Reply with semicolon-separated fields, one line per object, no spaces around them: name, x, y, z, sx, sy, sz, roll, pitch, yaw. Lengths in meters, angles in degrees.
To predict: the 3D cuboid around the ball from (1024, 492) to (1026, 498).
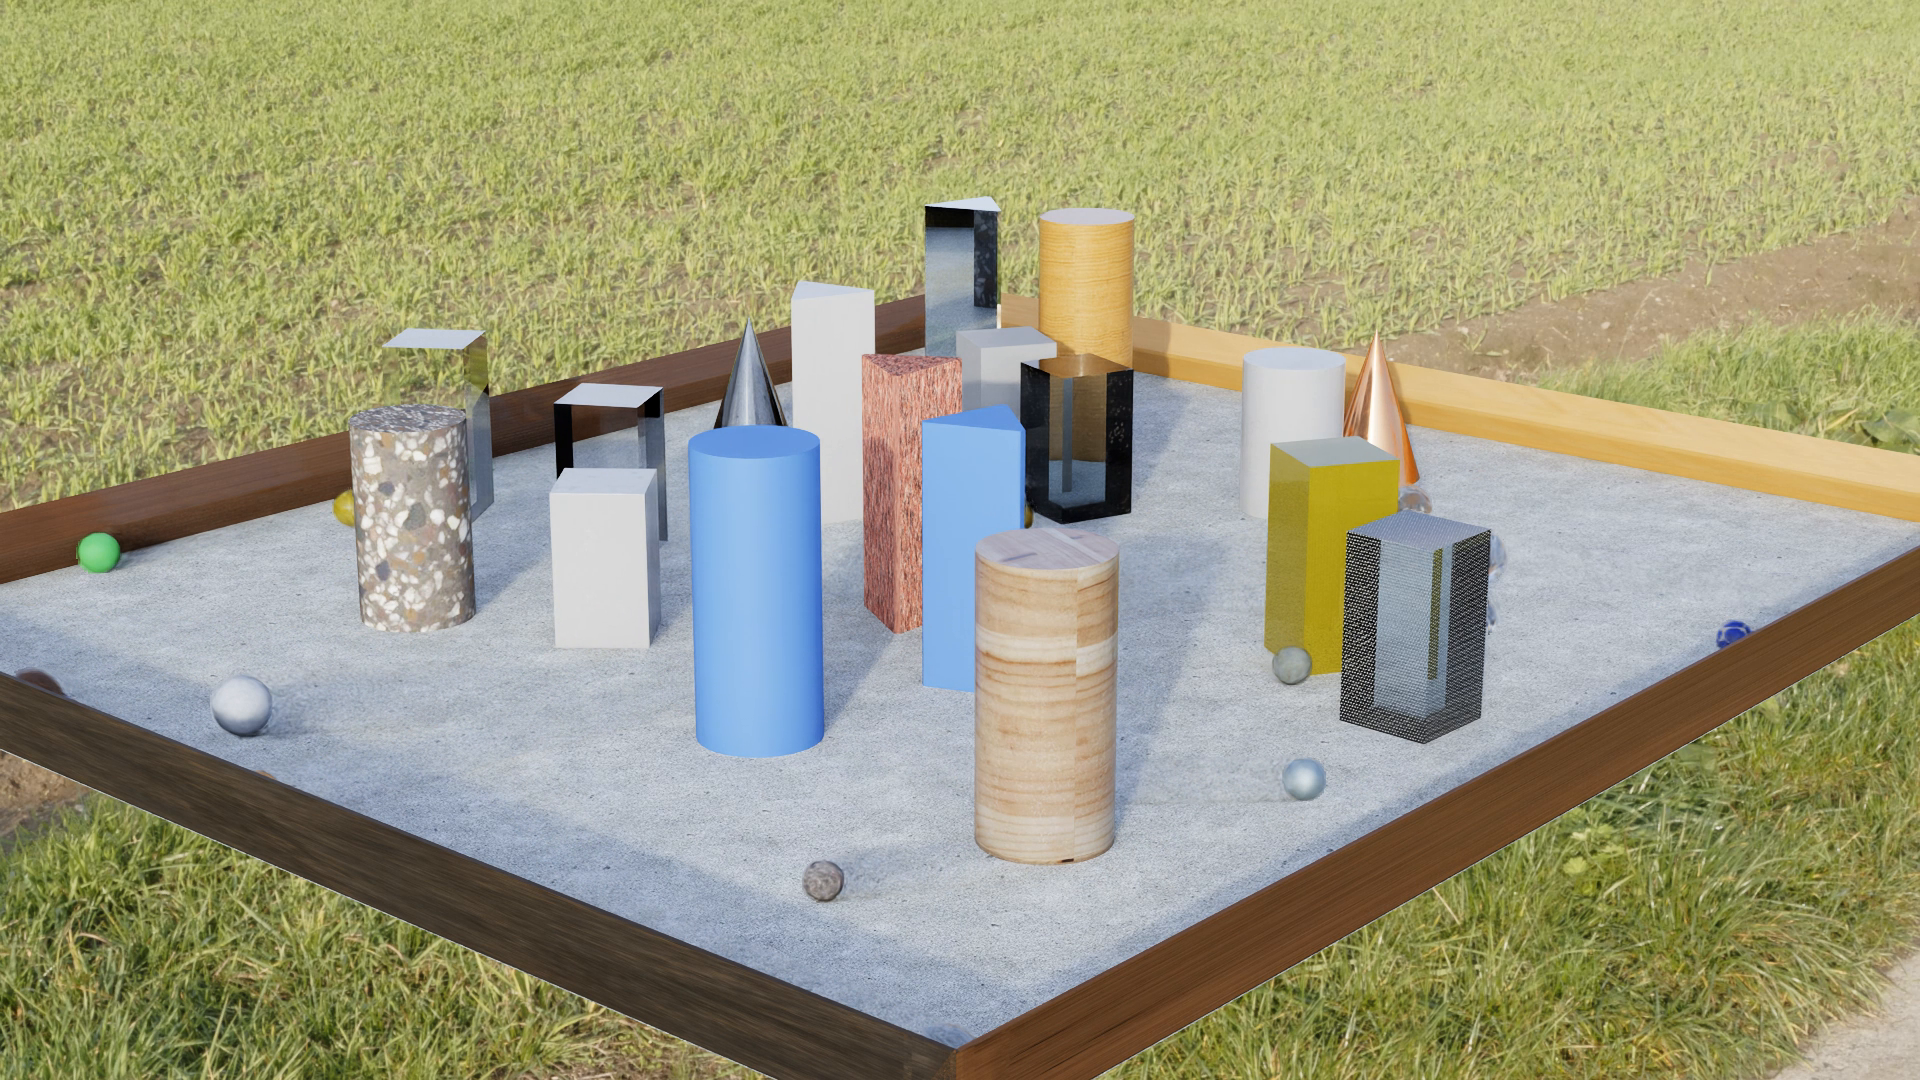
ball;0.108;-0.079;5.641;0.040;0.040;0.040;0;17;0

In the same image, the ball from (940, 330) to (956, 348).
ball;-0.022;-0.476;6.947;0.045;0.045;0.045;0;17;0

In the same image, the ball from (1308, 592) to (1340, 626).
ball;0.616;0.117;4.961;0.056;0.056;0.056;0;17;0

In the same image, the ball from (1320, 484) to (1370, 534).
ball;0.719;-0.059;5.485;0.092;0.092;0.092;0;17;0

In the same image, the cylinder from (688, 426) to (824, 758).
cylinder;-0.304;0.076;4.398;0.195;0.462;0.195;0;17;0

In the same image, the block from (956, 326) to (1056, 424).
block;0.091;-0.263;5.820;0.156;0.288;0.156;-5;18;-17

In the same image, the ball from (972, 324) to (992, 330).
ball;0.052;-0.482;6.940;0.062;0.062;0.062;0;17;0

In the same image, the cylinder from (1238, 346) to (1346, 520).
cylinder;0.636;-0.204;5.613;0.195;0.295;0.195;0;17;0

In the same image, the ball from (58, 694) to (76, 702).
ball;-1.361;0.269;4.432;0.072;0.072;0.072;0;17;0

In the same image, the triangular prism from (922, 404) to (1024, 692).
triangular prism;0.045;0.013;4.654;0.169;0.435;0.146;6;18;20

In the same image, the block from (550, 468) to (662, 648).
block;-0.589;0.029;4.891;0.156;0.265;0.156;0;17;2

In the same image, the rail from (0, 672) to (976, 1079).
rail;-0.984;0.359;4.035;2.637;0.127;0.045;14;22;39

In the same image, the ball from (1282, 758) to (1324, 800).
ball;0.493;0.343;4.207;0.060;0.060;0.060;0;17;0

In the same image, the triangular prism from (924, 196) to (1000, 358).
triangular prism;0.032;-0.472;6.175;0.169;0.483;0.146;7;18;22

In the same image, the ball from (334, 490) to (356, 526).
ball;-1.143;-0.060;5.525;0.071;0.071;0.071;0;17;0

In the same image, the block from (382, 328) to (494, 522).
block;-0.992;-0.217;5.581;0.156;0.339;0.156;2;17;7

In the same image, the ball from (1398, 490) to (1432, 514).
ball;0.853;-0.060;5.526;0.070;0.070;0.070;0;17;0

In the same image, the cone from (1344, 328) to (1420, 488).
cone;0.823;-0.274;5.833;0.195;0.303;0.195;0;17;0

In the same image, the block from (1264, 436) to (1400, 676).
block;0.602;0.024;4.764;0.156;0.349;0.156;-5;18;-17

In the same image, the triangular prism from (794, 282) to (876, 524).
triangular prism;-0.268;-0.263;5.561;0.169;0.438;0.146;-9;19;-27

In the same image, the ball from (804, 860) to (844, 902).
ball;-0.179;0.449;3.866;0.054;0.054;0.054;0;17;0

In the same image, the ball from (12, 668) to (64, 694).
ball;-1.418;0.243;4.484;0.091;0.091;0.091;0;17;0

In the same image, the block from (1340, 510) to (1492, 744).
block;0.696;0.131;4.486;0.156;0.305;0.156;15;22;40

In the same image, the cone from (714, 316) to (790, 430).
cone;-0.427;-0.313;5.978;0.195;0.293;0.195;0;17;0

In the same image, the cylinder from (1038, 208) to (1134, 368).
cylinder;0.259;-0.431;6.049;0.195;0.478;0.195;0;17;0

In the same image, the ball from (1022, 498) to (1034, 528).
ball;0.094;-0.042;5.436;0.087;0.087;0.087;0;17;0

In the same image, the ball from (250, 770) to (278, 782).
ball;-0.990;0.362;4.115;0.077;0.077;0.077;0;17;0

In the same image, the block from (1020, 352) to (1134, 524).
block;0.222;-0.195;5.605;0.156;0.283;0.156;-9;19;-28

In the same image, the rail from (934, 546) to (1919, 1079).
rail;0.978;0.277;4.307;0.045;0.127;3.050;14;22;39

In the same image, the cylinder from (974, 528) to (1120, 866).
cylinder;0.117;0.213;4.014;0.195;0.421;0.195;0;17;0

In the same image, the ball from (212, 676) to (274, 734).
ball;-1.091;0.251;4.459;0.090;0.090;0.090;0;17;0

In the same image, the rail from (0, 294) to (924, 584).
rail;-0.978;-0.213;5.933;0.045;0.127;3.050;14;22;39

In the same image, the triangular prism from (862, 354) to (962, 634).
triangular prism;-0.108;-0.087;4.969;0.146;0.444;0.169;14;21;38

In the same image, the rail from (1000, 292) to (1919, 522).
rail;0.984;-0.296;6.205;2.637;0.127;0.045;14;22;39

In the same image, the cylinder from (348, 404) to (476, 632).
cylinder;-0.928;-0.038;4.975;0.195;0.347;0.195;0;17;0

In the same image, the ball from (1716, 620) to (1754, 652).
ball;1.268;0.164;4.798;0.062;0.062;0.062;0;17;0

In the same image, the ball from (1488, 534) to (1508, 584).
ball;0.917;0.031;5.176;0.097;0.097;0.097;0;17;0

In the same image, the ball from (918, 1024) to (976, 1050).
ball;-0.017;0.594;3.322;0.091;0.091;0.091;0;17;0

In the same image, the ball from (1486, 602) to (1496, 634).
ball;0.864;0.128;4.907;0.067;0.067;0.067;0;17;0

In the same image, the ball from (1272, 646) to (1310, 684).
ball;0.529;0.199;4.681;0.062;0.062;0.062;0;17;0

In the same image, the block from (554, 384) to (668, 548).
block;-0.634;-0.121;5.341;0.156;0.294;0.156;3;17;11

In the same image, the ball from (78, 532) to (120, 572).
ball;-1.540;0.022;5.248;0.073;0.073;0.073;0;17;0
